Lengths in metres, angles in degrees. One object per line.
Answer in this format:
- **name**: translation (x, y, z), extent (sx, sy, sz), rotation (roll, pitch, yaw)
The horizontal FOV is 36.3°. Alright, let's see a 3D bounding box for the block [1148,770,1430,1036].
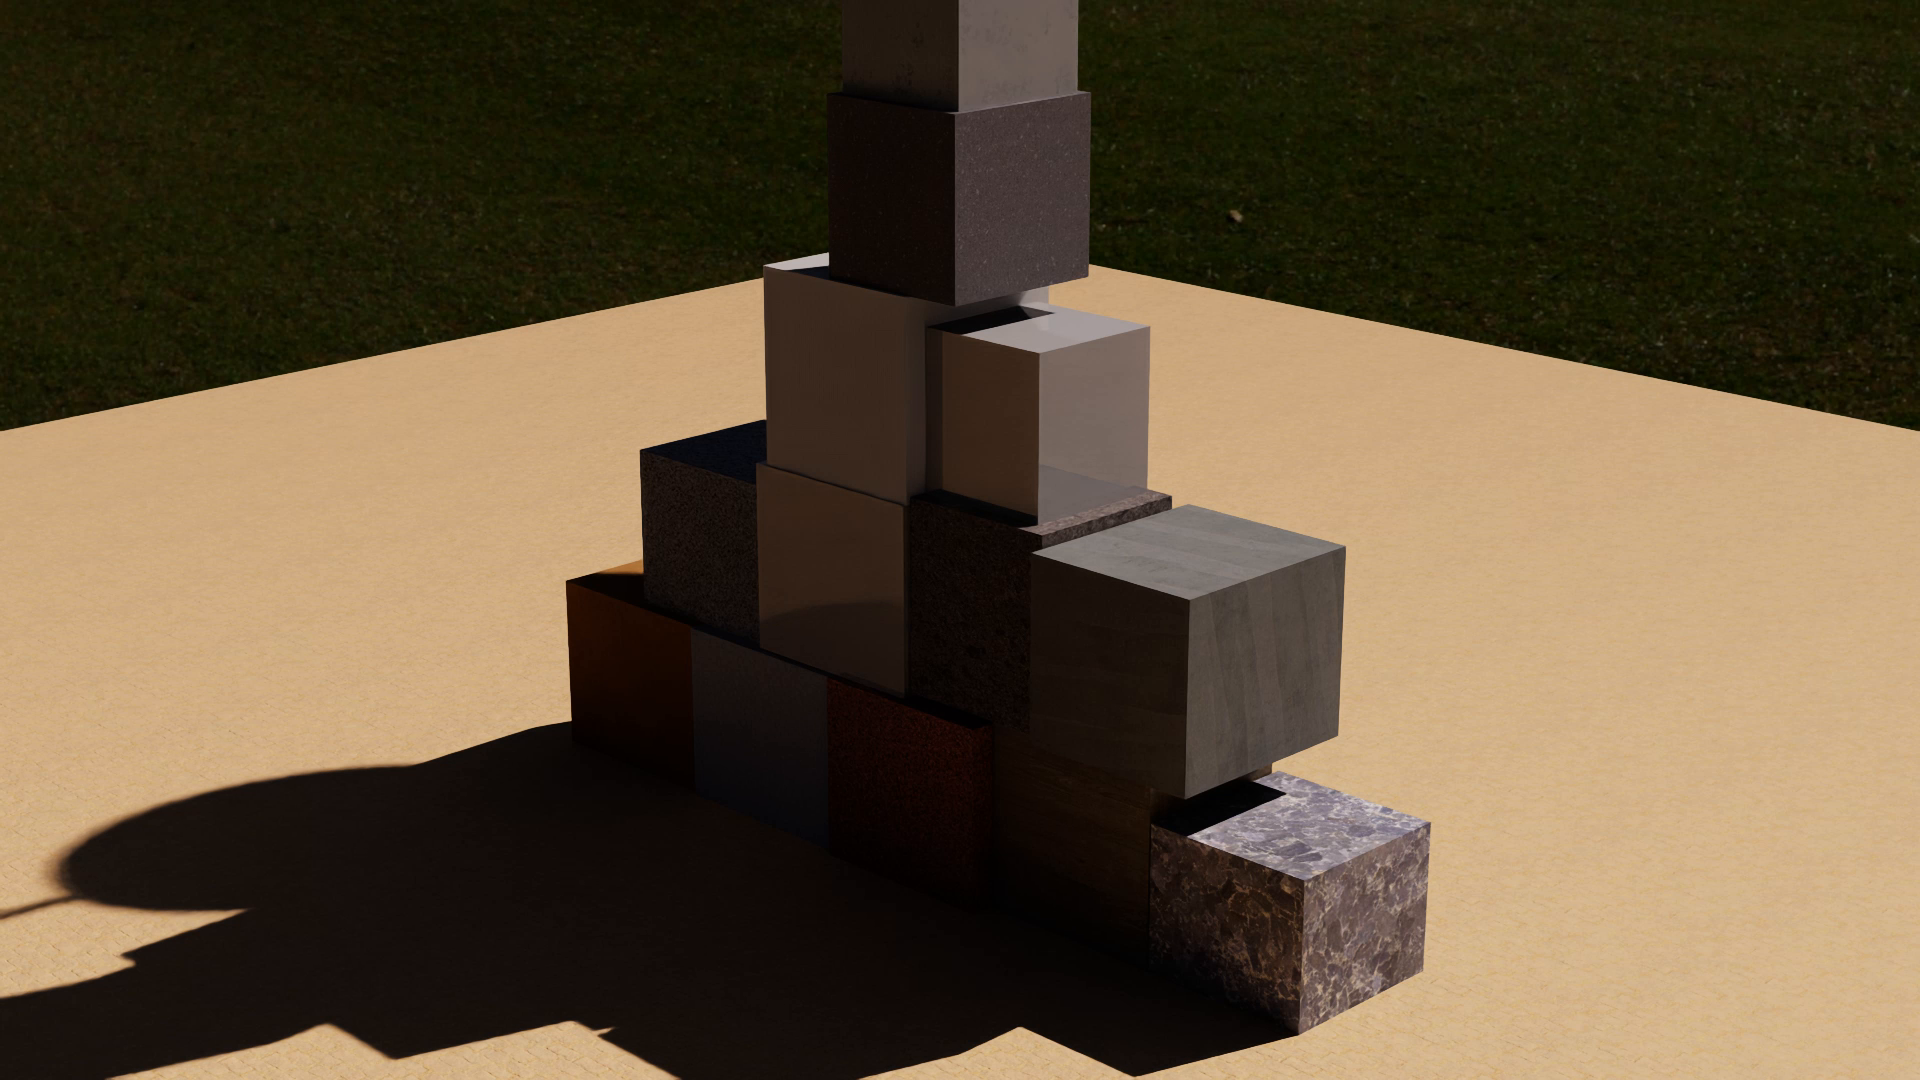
- **block**: translation (1.388, 1.513, 12.389), extent (0.843, 0.684, 0.818), rotation (-17, 24, -42)

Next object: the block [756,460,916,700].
- **block**: translation (-0.276, 0.083, 13.644), extent (0.905, 0.905, 0.978), rotation (-17, 24, -42)

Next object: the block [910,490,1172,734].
- **block**: translation (0.357, 0.245, 13.025), extent (0.831, 0.915, 0.802), rotation (-17, 24, -42)

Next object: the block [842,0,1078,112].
- **block**: translation (0.000, -2.319, 12.613), extent (0.729, 0.791, 0.712), rotation (-17, 24, -42)

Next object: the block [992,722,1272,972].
- **block**: translation (0.755, 1.225, 12.939), extent (0.807, 0.904, 0.920), rotation (-17, 24, -42)

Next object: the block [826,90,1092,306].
- **block**: translation (-0.004, -1.550, 12.851), extent (0.836, 0.817, 0.788), rotation (-17, 24, -42)

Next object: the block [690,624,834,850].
- **block**: translation (-0.608, 0.839, 14.236), extent (0.953, 0.863, 0.997), rotation (-17, 24, -42)

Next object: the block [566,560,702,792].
- **block**: translation (-1.320, 0.626, 14.911), extent (0.913, 0.864, 0.989), rotation (-17, 24, -42)

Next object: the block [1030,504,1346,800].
- **block**: translation (0.965, 0.449, 12.467), extent (1.010, 0.859, 0.875), rotation (-17, 24, -42)

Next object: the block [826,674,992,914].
- **block**: translation (0.081, 1.041, 13.570), extent (1.011, 0.878, 0.943), rotation (-17, 24, -42)

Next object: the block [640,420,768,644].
- **block**: translation (-0.947, -0.052, 14.322), extent (0.924, 0.783, 0.804), rotation (17, 24, 42)

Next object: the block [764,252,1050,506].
- **block**: translation (-0.243, -0.789, 13.351), extent (0.900, 0.935, 0.924), rotation (-17, 24, -42)

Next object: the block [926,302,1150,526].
- **block**: translation (0.339, -0.567, 12.828), extent (0.680, 0.752, 0.700), rotation (17, 24, 42)
